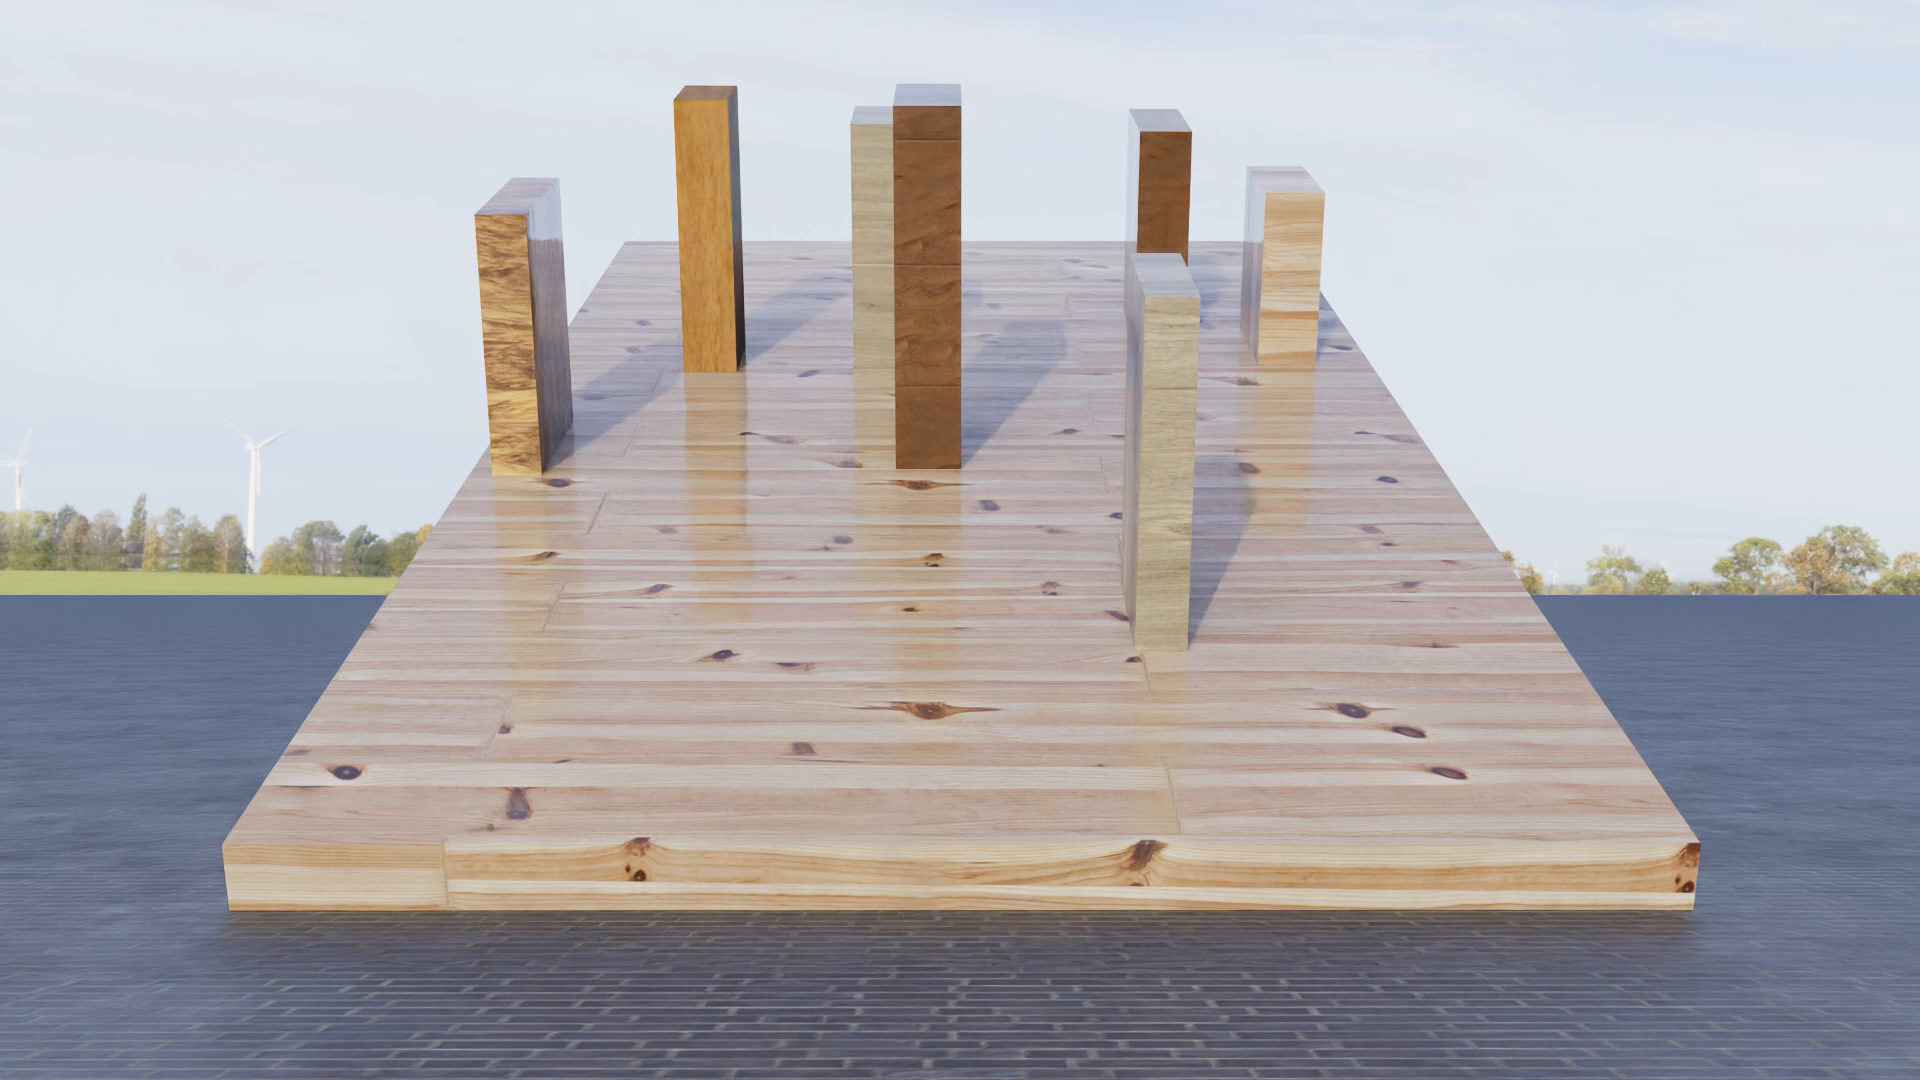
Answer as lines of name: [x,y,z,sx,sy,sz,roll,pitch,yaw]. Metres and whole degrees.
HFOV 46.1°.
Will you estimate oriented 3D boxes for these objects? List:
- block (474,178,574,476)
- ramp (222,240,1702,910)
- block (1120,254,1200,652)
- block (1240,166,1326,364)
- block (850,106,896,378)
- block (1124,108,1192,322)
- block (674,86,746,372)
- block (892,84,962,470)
block: [-0.905,-0.453,4.708,0.101,0.537,0.408,0,19,0]
ramp: [-0.004,-0.200,4.953,2.000,0.100,4.000,0,19,0]
block: [0.330,-0.151,3.760,0.086,0.595,0.325,0,19,0]
block: [0.790,-0.682,5.556,0.141,0.416,0.363,0,19,0]
block: [-0.201,-0.709,5.352,0.098,0.598,0.278,0,19,0]
block: [0.498,-0.800,5.719,0.127,0.530,0.373,0,19,0]
block: [-0.595,-0.744,5.385,0.126,0.642,0.243,0,19,0]
block: [-0.065,-0.548,4.672,0.135,0.743,0.312,0,19,0]
